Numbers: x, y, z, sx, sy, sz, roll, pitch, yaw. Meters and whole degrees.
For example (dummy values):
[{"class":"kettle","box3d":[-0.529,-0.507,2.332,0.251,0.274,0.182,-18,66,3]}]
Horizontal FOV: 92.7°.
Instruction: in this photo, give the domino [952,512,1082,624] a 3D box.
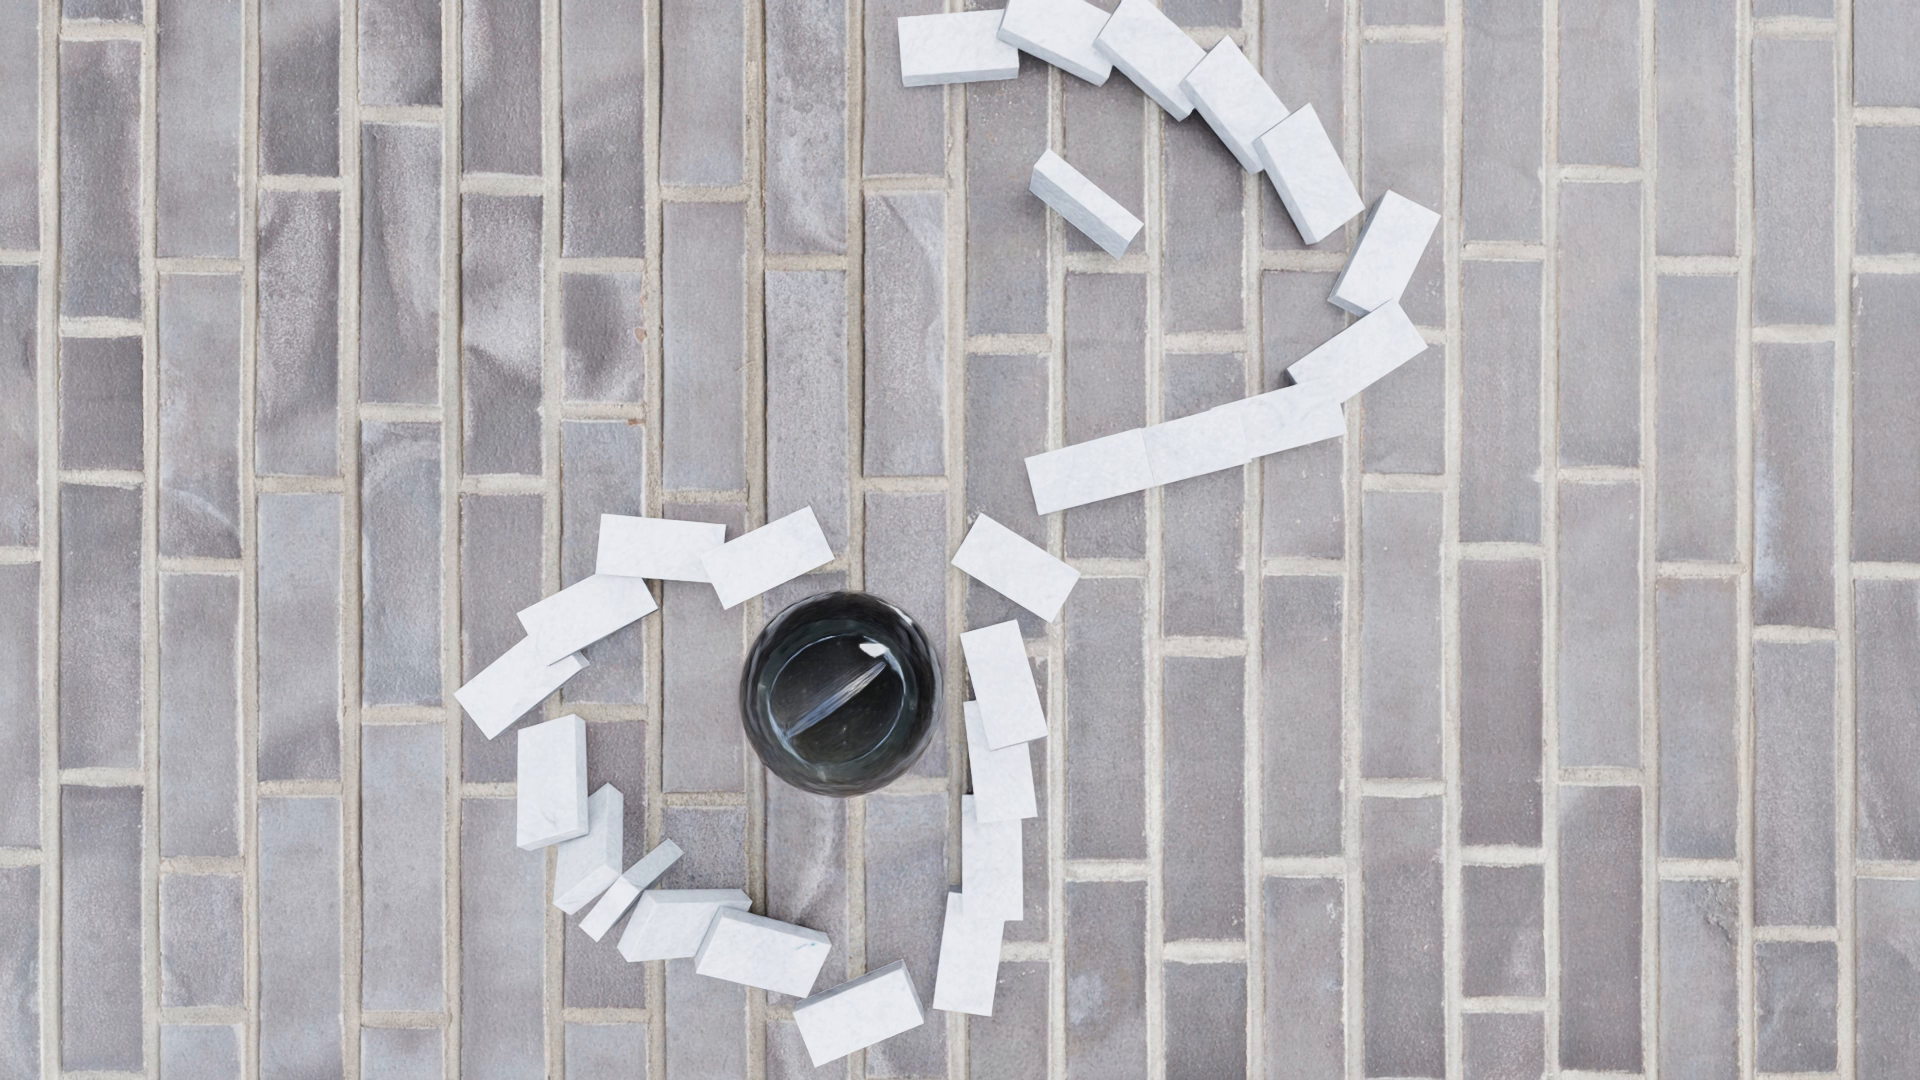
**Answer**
[{"class":"domino","box3d":[0.024,0.012,0.395,0.050,0.009,0.025,31,90,0]}]

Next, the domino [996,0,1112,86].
[{"class":"domino","box3d":[0.043,-0.217,0.389,0.050,0.010,0.025,18,90,-14]}]

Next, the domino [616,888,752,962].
[{"class":"domino","box3d":[-0.112,0.158,0.378,0.009,0.050,0.025,26,90,40]}]

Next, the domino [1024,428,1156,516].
[{"class":"domino","box3d":[0.055,-0.029,0.390,0.050,0.009,0.025,-14,90,13]}]

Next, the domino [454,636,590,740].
[{"class":"domino","box3d":[-0.189,0.060,0.395,0.050,0.009,0.025,-38,90,0]}]

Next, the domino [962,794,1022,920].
[{"class":"domino","box3d":[0.013,0.134,0.390,0.025,0.010,0.050,0,77,0]}]

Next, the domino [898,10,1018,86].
[{"class":"domino","box3d":[-0.001,-0.212,0.395,0.050,0.009,0.025,-4,90,0]}]

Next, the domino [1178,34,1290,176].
[{"class":"domino","box3d":[0.119,-0.184,0.389,0.050,0.009,0.025,44,90,-14]}]

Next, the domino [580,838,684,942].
[{"class":"domino","box3d":[-0.133,0.142,0.375,0.009,0.050,0.025,40,90,3]}]

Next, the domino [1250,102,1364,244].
[{"class":"domino","box3d":[0.148,-0.155,0.389,0.025,0.010,0.050,-36,104,-1]}]

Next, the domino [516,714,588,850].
[{"class":"domino","box3d":[-0.170,0.101,0.383,0.025,0.010,0.050,-16,59,0]}]

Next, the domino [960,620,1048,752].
[{"class":"domino","box3d":[0.018,0.061,0.388,0.025,0.010,0.050,-14,73,-2]}]

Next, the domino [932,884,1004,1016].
[{"class":"domino","box3d":[0.004,0.177,0.395,0.025,0.009,0.050,8,90,0]}]

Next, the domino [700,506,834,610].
[{"class":"domino","box3d":[-0.082,0.007,0.389,0.050,0.010,0.025,-25,92,-13]}]

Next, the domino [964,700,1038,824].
[{"class":"domino","box3d":[0.017,0.093,0.389,0.025,0.010,0.050,-7,76,0]}]

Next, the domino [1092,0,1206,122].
[{"class":"domino","box3d":[0.083,-0.206,0.389,0.050,0.009,0.025,34,90,-14]}]

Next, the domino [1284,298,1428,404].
[{"class":"domino","box3d":[0.168,-0.077,0.390,0.050,0.010,0.025,-34,90,13]}]

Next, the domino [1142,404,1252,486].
[{"class":"domino","box3d":[0.095,-0.039,0.390,0.050,0.009,0.025,-14,90,13]}]

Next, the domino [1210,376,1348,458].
[{"class":"domino","box3d":[0.135,-0.050,0.389,0.050,0.009,0.025,-14,90,14]}]

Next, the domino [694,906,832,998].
[{"class":"domino","box3d":[-0.083,0.174,0.386,0.050,0.010,0.025,26,90,-23]}]

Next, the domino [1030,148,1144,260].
[{"class":"domino","box3d":[0.053,-0.141,0.388,0.050,0.025,0.010,38,90,0]}]

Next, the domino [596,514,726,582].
[{"class":"domino","box3d":[-0.126,0.004,0.389,0.050,0.010,0.025,5,85,-13]}]

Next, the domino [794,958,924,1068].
[{"class":"domino","box3d":[-0.043,0.204,0.395,0.050,0.010,0.025,-22,90,0]}]

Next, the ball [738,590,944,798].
[{"class":"ball","box3d":[-0.046,0.060,0.360,0.080,0.080,0.080,0,90,0]}]

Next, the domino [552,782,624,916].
[{"class":"domino","box3d":[-0.152,0.125,0.376,0.025,0.050,0.009,-37,120,0]}]

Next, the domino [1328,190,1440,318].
[{"class":"domino","box3d":[0.183,-0.121,0.395,0.025,0.010,0.050,26,90,0]}]

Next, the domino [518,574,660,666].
[{"class":"domino","box3d":[-0.157,0.030,0.390,0.050,0.010,0.025,-29,90,-13]}]
